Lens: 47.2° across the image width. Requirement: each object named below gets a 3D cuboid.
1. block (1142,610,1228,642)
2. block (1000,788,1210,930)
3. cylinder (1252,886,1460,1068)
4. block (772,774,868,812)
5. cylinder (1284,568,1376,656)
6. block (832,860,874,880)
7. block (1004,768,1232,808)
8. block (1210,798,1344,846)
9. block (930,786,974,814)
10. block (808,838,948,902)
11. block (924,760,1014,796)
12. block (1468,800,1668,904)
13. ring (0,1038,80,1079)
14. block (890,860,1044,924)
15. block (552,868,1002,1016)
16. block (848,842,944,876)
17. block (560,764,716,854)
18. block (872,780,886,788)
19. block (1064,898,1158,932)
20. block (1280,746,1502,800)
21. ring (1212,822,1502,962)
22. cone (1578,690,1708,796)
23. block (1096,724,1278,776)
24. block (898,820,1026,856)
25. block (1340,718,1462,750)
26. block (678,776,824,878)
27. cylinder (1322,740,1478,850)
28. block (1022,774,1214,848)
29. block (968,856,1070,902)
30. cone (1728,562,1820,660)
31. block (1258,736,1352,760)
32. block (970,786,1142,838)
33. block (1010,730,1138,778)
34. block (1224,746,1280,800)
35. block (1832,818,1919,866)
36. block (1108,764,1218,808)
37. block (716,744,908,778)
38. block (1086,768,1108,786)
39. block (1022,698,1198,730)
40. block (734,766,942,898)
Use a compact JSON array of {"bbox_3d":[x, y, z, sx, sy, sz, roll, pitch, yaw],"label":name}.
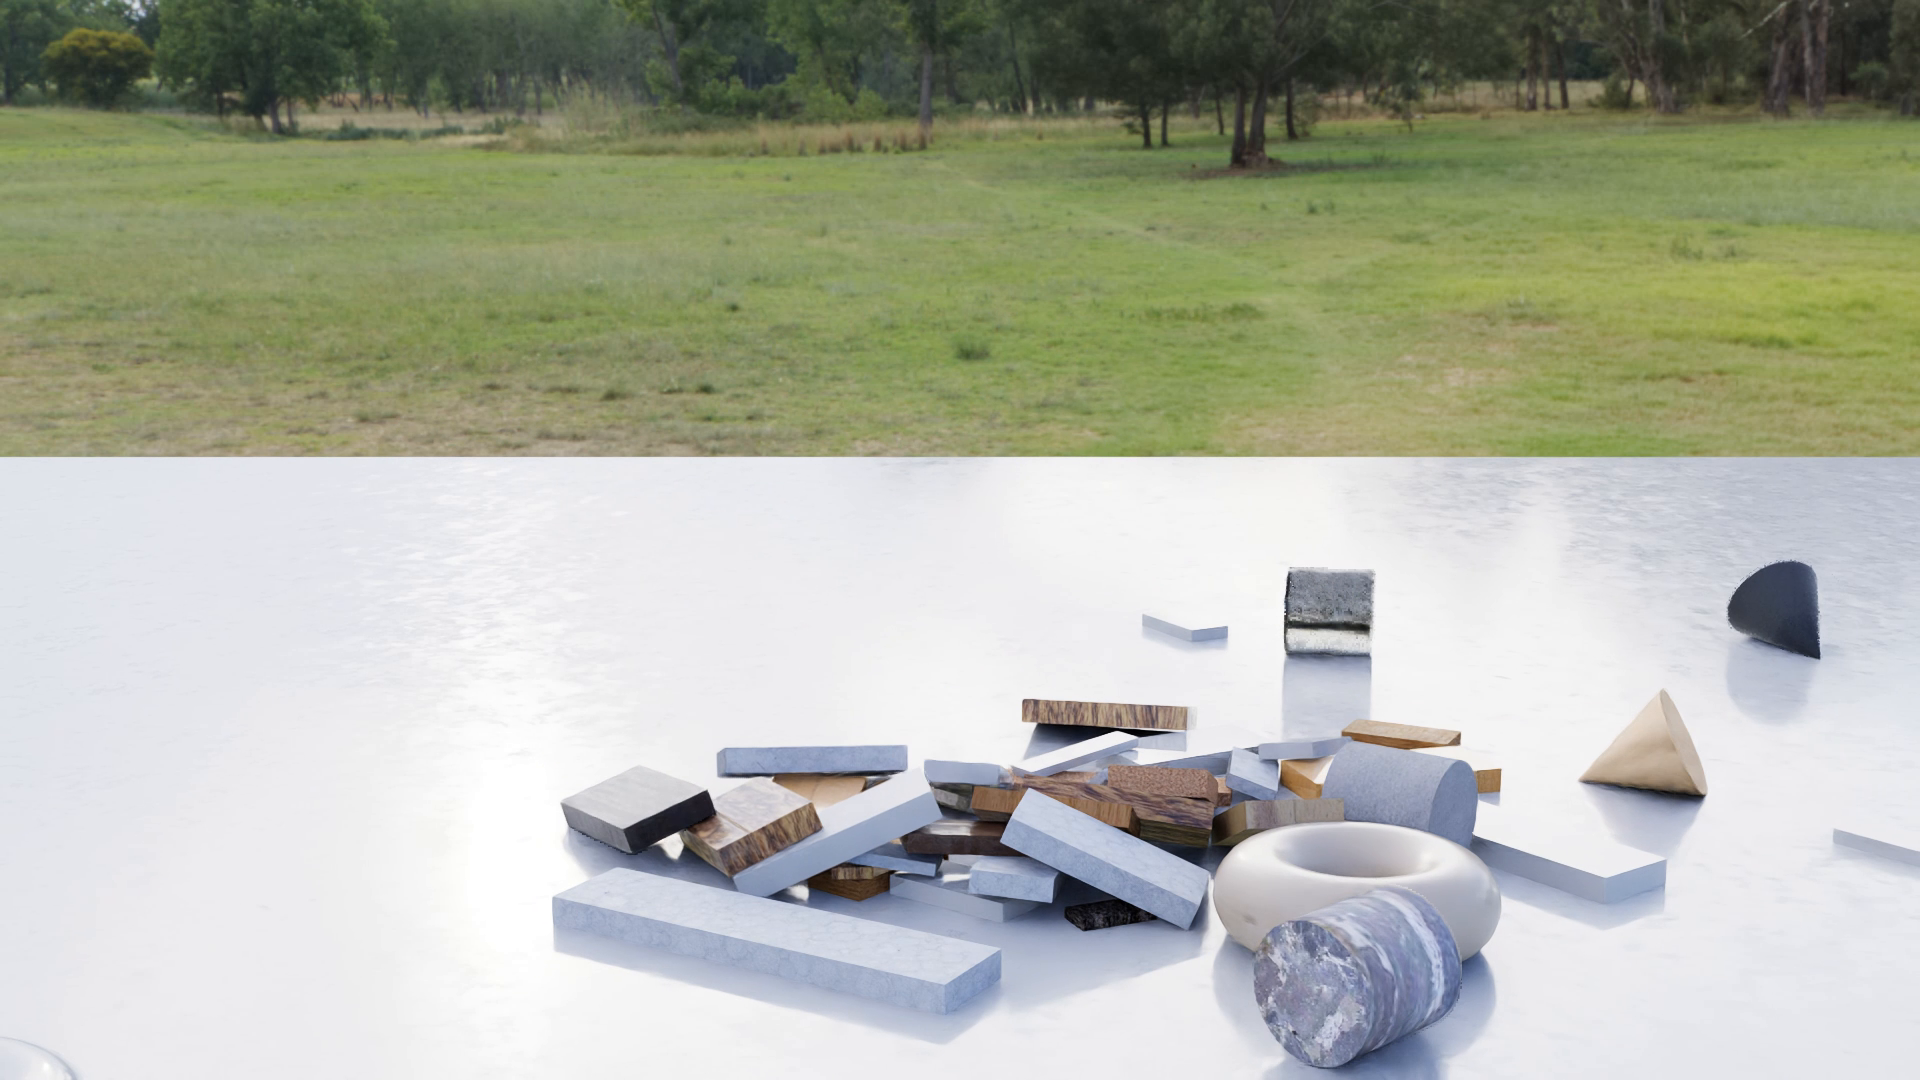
[{"bbox_3d":[0.571,0.217,5.591,0.111,0.031,0.222,-6,12,-28],"label":"block"},{"bbox_3d":[0.239,0.518,3.592,0.330,0.047,0.165,24,14,7],"label":"block"},{"bbox_3d":[0.549,0.602,3.044,0.202,0.202,0.202,-9,14,-41],"label":"cylinder"},{"bbox_3d":[-0.277,0.503,4.002,0.176,0.050,0.352,1,11,4],"label":"block"},{"bbox_3d":[0.898,0.175,5.342,0.205,0.205,0.205,2,11,13],"label":"cylinder"},{"bbox_3d":[-0.181,0.539,3.709,0.070,0.020,0.139,0,11,-2],"label":"block"},{"bbox_3d":[0.245,0.473,4.227,0.551,0.027,0.095,2,11,9],"label":"block"},{"bbox_3d":[0.539,0.485,3.768,0.163,0.046,0.327,-1,-13,-4],"label":"block"},{"bbox_3d":[-0.036,0.480,4.113,0.149,0.021,0.074,11,-12,43],"label":"block"},{"bbox_3d":[-0.138,0.558,3.752,0.116,0.033,0.232,8,13,38],"label":"block"},{"bbox_3d":[0.018,0.443,4.074,0.136,0.039,0.272,3,-11,7],"label":"block"},{"bbox_3d":[0.985,0.533,3.846,0.163,0.046,0.473,-8,13,-36],"label":"block"},{"bbox_3d":[-1.257,0.714,2.625,0.421,0.140,0.421,0,9,0],"label":"ring"},{"bbox_3d":[0.011,0.578,3.642,0.232,0.033,0.116,8,13,36],"label":"block"},{"bbox_3d":[-0.296,0.614,3.411,0.733,0.047,0.166,6,12,30],"label":"block"},{"bbox_3d":[-0.107,0.529,3.673,0.148,0.021,0.074,8,10,8],"label":"block"},{"bbox_3d":[-0.578,0.477,3.924,0.166,0.047,0.331,-24,13,-26],"label":"block"},{"bbox_3d":[-0.134,0.488,4.160,0.074,0.021,0.149,2,11,8],"label":"block"},{"bbox_3d":[0.243,0.603,3.550,0.133,0.019,0.067,-5,11,-24],"label":"block"},{"bbox_3d":[0.833,0.457,4.259,0.387,0.047,0.165,-3,11,-15],"label":"block"},{"bbox_3d":[0.620,0.558,3.446,0.446,0.149,0.446,0,9,0],"label":"ring"},{"bbox_3d":[1.299,0.430,4.264,0.217,0.217,0.217,-25,0,23],"label":"cone"},{"bbox_3d":[0.455,0.430,4.403,0.327,0.046,0.163,-6,12,-28],"label":"block"},{"bbox_3d":[0.019,0.497,3.676,0.232,0.033,0.116,3,5,-9],"label":"block"},{"bbox_3d":[0.912,0.411,4.549,0.222,0.031,0.111,5,12,27],"label":"block"},{"bbox_3d":[-0.369,0.487,3.775,0.176,0.050,0.352,-26,9,-17],"label":"block"},{"bbox_3d":[0.760,0.463,3.804,0.201,0.201,0.201,8,13,36],"label":"cylinder"},{"bbox_3d":[0.275,0.475,3.848,0.330,0.047,0.165,8,-19,7],"label":"block"},{"bbox_3d":[0.120,0.539,3.698,0.136,0.039,0.391,5,5,11],"label":"block"},{"bbox_3d":[2.047,0.218,5.382,0.237,0.237,0.237,-2,38,-13],"label":"cone"},{"bbox_3d":[0.688,0.413,4.374,0.111,0.031,0.222,-5,-4,30],"label":"block"},{"bbox_3d":[0.166,0.472,3.762,0.272,0.039,0.136,5,-19,14],"label":"block"},{"bbox_3d":[0.226,0.422,4.308,0.270,0.018,0.065,-14,16,-35],"label":"block"},{"bbox_3d":[0.566,0.453,4.251,0.095,0.027,0.191,21,13,5],"label":"block"},{"bbox_3d":[1.655,0.537,3.883,0.095,0.027,0.191,-8,13,-36],"label":"block"},{"bbox_3d":[0.371,0.448,3.982,0.172,0.049,0.345,2,-10,10],"label":"block"},{"bbox_3d":[-0.286,0.426,4.225,0.345,0.049,0.172,0,-9,-12],"label":"block"},{"bbox_3d":[0.240,0.463,4.076,0.065,0.018,0.130,-15,-23,-50],"label":"block"},{"bbox_3d":[0.316,0.366,4.616,0.345,0.049,0.172,2,-4,13],"label":"block"},{"bbox_3d":[-0.209,0.492,3.674,0.352,0.050,0.176,-24,9,-4],"label":"block"}]
